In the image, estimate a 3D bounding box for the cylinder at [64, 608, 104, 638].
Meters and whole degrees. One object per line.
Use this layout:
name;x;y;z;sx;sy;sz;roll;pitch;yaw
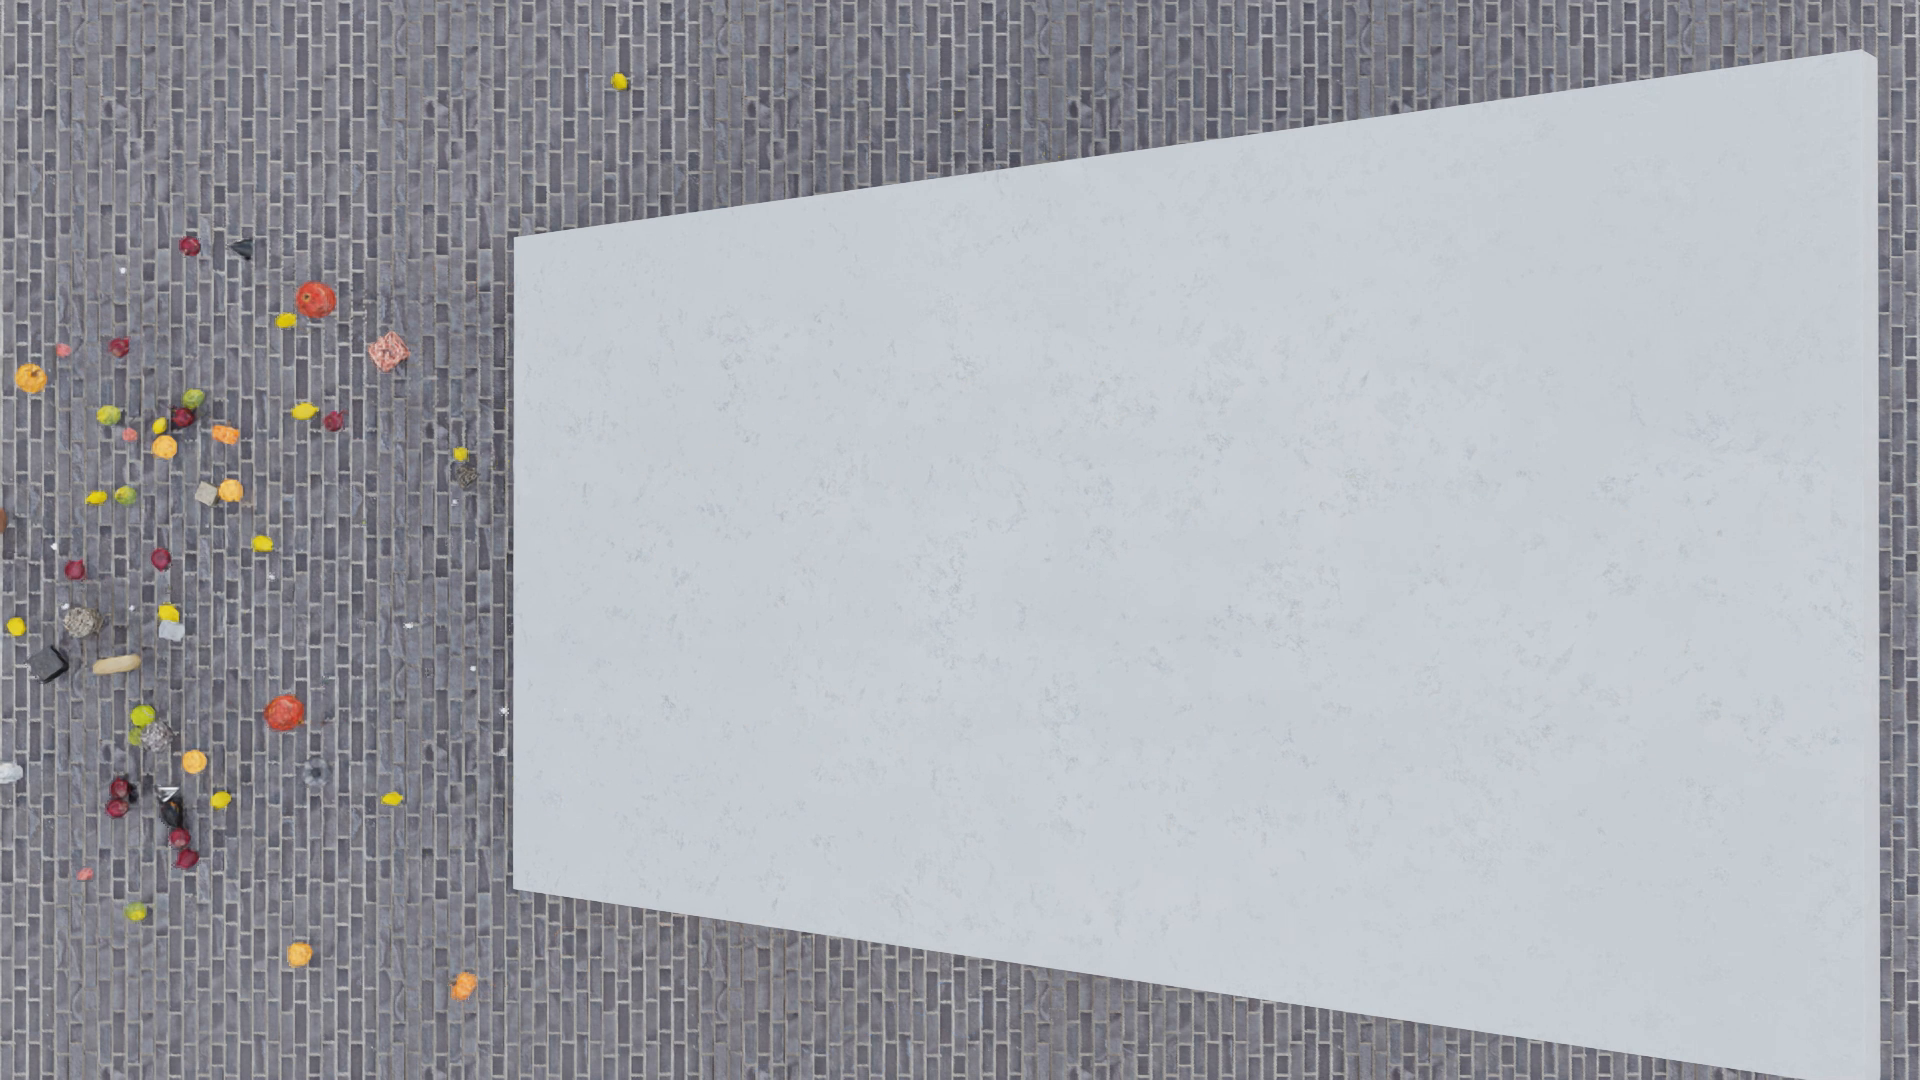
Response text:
cylinder;-2.702;0.254;6.783;0.089;0.089;0.089;0;90;0

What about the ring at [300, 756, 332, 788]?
ring;-1.994;0.719;6.809;0.095;0.032;0.095;0;88;0

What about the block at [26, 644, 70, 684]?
block;-2.810;0.383;6.778;0.081;0.081;0.081;-37;90;-13

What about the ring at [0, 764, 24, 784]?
ring;-2.952;0.718;6.755;0.140;0.140;0.047;-7;78;0

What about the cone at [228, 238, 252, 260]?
cone;-2.228;-0.903;6.785;0.072;0.072;0.072;7;90;-28

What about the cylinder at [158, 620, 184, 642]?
cylinder;-2.421;0.278;6.753;0.057;0.057;0.057;17;90;-37

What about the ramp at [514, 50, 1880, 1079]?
ramp;0.216;0.062;5.531;4.000;0.100;2.000;0;90;39

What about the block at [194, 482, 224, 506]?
block;-2.322;-0.143;6.801;0.058;0.058;0.058;26;90;0

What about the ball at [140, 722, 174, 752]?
ball;-2.443;0.599;6.684;0.095;0.095;0.095;0;90;0

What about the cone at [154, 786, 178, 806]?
cone;-2.451;0.781;6.809;0.067;0.067;0.067;-21;90;-27

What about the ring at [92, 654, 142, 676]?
ring;-2.589;0.383;6.754;0.145;0.145;0.048;-10;90;0

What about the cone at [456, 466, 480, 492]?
cone;-1.532;-0.178;6.813;0.073;0.073;0.073;21;116;0
